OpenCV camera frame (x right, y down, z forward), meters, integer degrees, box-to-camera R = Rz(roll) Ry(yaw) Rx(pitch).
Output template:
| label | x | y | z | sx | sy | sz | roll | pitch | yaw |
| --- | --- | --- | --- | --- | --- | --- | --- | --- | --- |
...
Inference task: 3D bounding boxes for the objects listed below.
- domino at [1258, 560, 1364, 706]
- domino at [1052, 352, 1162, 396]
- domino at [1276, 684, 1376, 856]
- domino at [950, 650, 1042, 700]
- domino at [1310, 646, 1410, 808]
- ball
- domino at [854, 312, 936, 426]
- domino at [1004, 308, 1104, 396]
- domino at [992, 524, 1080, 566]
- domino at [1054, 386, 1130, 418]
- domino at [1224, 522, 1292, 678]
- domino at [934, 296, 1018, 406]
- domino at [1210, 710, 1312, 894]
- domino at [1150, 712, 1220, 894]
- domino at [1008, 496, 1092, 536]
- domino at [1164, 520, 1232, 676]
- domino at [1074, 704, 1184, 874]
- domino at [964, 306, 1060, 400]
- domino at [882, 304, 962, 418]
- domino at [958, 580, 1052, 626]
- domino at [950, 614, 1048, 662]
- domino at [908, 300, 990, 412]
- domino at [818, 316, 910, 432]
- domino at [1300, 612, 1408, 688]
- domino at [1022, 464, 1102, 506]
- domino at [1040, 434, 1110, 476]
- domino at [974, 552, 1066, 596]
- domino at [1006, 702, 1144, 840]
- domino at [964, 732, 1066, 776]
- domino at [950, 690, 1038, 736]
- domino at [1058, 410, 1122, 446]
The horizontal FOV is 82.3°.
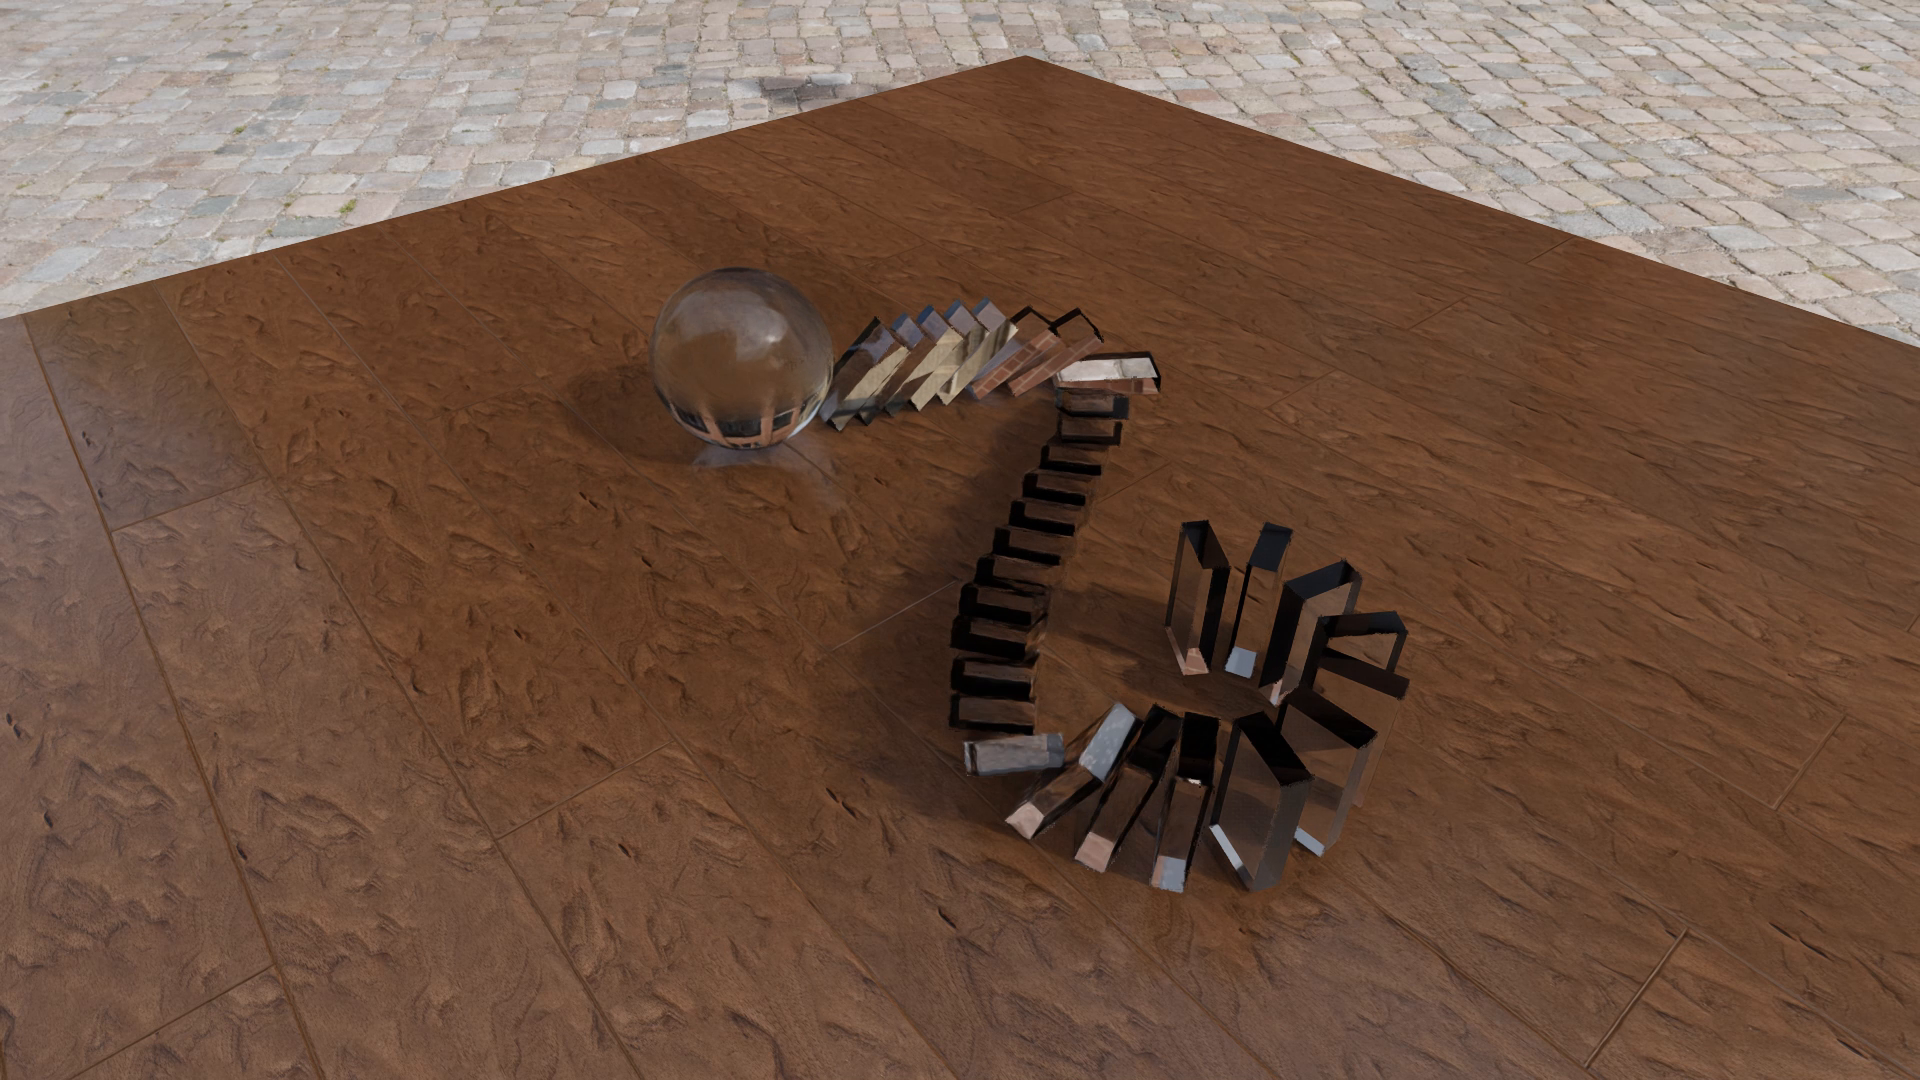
| label | x | y | z | sx | sy | sz | roll | pitch | yaw |
| --- | --- | --- | --- | --- | --- | --- | --- | --- | --- |
| domino | 0.118 | 0.032 | 0.372 | 0.025 | 0.050 | 0.010 | -18 | 43 | -21 |
| domino | 0.071 | -0.082 | 0.543 | 0.050 | 0.009 | 0.025 | -3 | 39 | -4 |
| domino | 0.105 | 0.069 | 0.327 | 0.010 | 0.050 | 0.025 | -30 | 48 | -31 |
| domino | 0.013 | 0.043 | 0.368 | 0.025 | 0.009 | 0.050 | 6 | 2 | 7 |
| domino | 0.119 | 0.058 | 0.340 | 0.025 | 0.050 | 0.010 | 22 | 44 | 25 |
| ball | -0.096 | -0.080 | 0.485 | 0.080 | 0.080 | 0.080 | 0 | 39 | 0 |
| domino | -0.035 | -0.080 | 0.516 | 0.050 | 0.010 | 0.025 | -47 | 43 | 13 |
| domino | 0.043 | -0.093 | 0.541 | 0.050 | 0.010 | 0.025 | -30 | 43 | 2 |
| domino | 0.030 | 0.001 | 0.422 | 0.025 | 0.010 | 0.050 | 10 | 7 | 12 |
| domino | 0.059 | -0.063 | 0.502 | 0.025 | 0.009 | 0.050 | 1 | 12 | -4 |
| domino | 0.104 | 0.022 | 0.385 | 0.009 | 0.050 | 0.025 | 17 | 42 | 20 |
| domino | 0.003 | -0.091 | 0.531 | 0.050 | 0.009 | 0.025 | -46 | 43 | 11 |
| domino | 0.086 | 0.076 | 0.318 | 0.010 | 0.050 | 0.025 | -12 | 41 | -15 |
| domino | 0.065 | 0.076 | 0.318 | 0.009 | 0.050 | 0.025 | 10 | 40 | 10 |
| domino | 0.037 | -0.011 | 0.438 | 0.025 | 0.009 | 0.050 | 10 | 10 | 12 |
| domino | 0.083 | 0.021 | 0.386 | 0.010 | 0.050 | 0.025 | -5 | 40 | -6 |
| domino | 0.049 | 0.073 | 0.321 | 0.009 | 0.050 | 0.025 | 26 | 45 | 10 |
| domino | 0.021 | -0.092 | 0.538 | 0.050 | 0.010 | 0.025 | -37 | 43 | -4 |
| domino | -0.023 | -0.085 | 0.522 | 0.050 | 0.009 | 0.025 | -48 | 43 | 13 |
| domino | 0.017 | 0.021 | 0.396 | 0.025 | 0.010 | 0.050 | 10 | 5 | 11 |
| domino | 0.015 | 0.031 | 0.384 | 0.025 | 0.009 | 0.050 | 10 | 5 | 12 |
| domino | -0.010 | -0.088 | 0.526 | 0.050 | 0.010 | 0.025 | -46 | 43 | 13 |
| domino | -0.048 | -0.077 | 0.513 | 0.050 | 0.009 | 0.025 | -47 | 43 | 13 |
| domino | 0.125 | 0.045 | 0.356 | 0.025 | 0.050 | 0.009 | -4 | 39 | -4 |
| domino | 0.043 | -0.024 | 0.455 | 0.025 | 0.010 | 0.050 | 10 | 12 | 12 |
| domino | 0.050 | -0.037 | 0.471 | 0.025 | 0.010 | 0.050 | 8 | 12 | 9 |
| domino | 0.023 | 0.011 | 0.406 | 0.025 | 0.010 | 0.050 | 10 | 5 | 12 |
| domino | 0.033 | 0.069 | 0.327 | 0.010 | 0.050 | 0.025 | 40 | 51 | 4 |
| domino | 0.016 | 0.065 | 0.336 | 0.025 | 0.050 | 0.009 | -5 | 80 | -5 |
| domino | 0.012 | 0.054 | 0.352 | 0.025 | 0.009 | 0.050 | 4 | -5 | 5 |
| domino | 0.057 | -0.050 | 0.487 | 0.025 | 0.009 | 0.050 | 3 | 12 | 2 |
